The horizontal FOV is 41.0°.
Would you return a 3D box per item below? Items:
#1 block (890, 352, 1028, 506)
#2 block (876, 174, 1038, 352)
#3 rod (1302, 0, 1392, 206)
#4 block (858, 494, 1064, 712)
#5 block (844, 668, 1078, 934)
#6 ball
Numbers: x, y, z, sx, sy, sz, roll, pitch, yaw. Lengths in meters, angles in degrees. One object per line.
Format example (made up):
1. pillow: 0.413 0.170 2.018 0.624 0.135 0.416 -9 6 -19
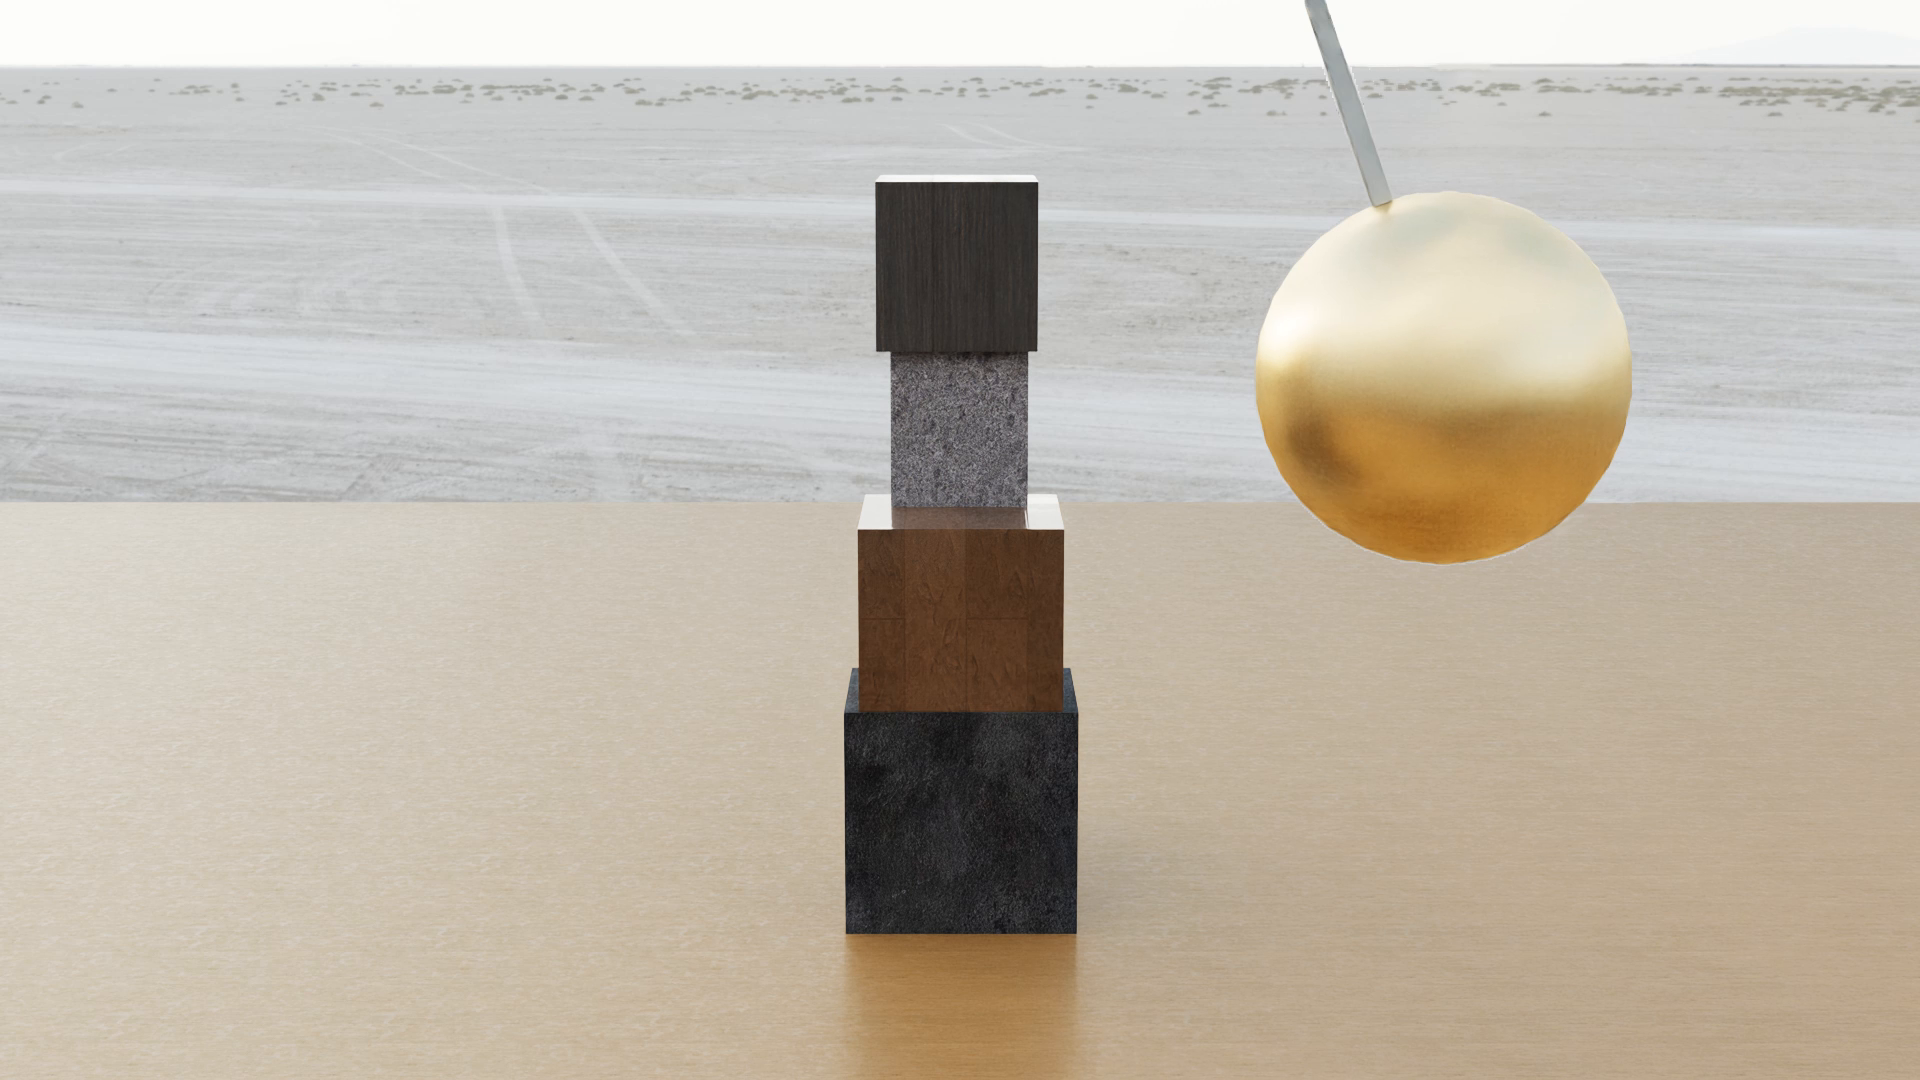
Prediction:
1. block: -0.003 -0.520 11.086 0.578 0.664 0.591 0 10 0
2. block: -0.013 -1.192 10.964 0.672 0.701 0.709 0 10 0
3. rod: 0.899 -3.835 10.483 0.080 5.200 0.080 -20 10 4
4. block: 0.004 0.251 10.814 0.832 0.757 0.866 0 10 0
5. block: 0.005 1.094 10.921 0.956 0.940 0.809 0 10 0
6. ball: 2.074 -0.696 11.054 1.600 1.600 1.600 0 10 0
